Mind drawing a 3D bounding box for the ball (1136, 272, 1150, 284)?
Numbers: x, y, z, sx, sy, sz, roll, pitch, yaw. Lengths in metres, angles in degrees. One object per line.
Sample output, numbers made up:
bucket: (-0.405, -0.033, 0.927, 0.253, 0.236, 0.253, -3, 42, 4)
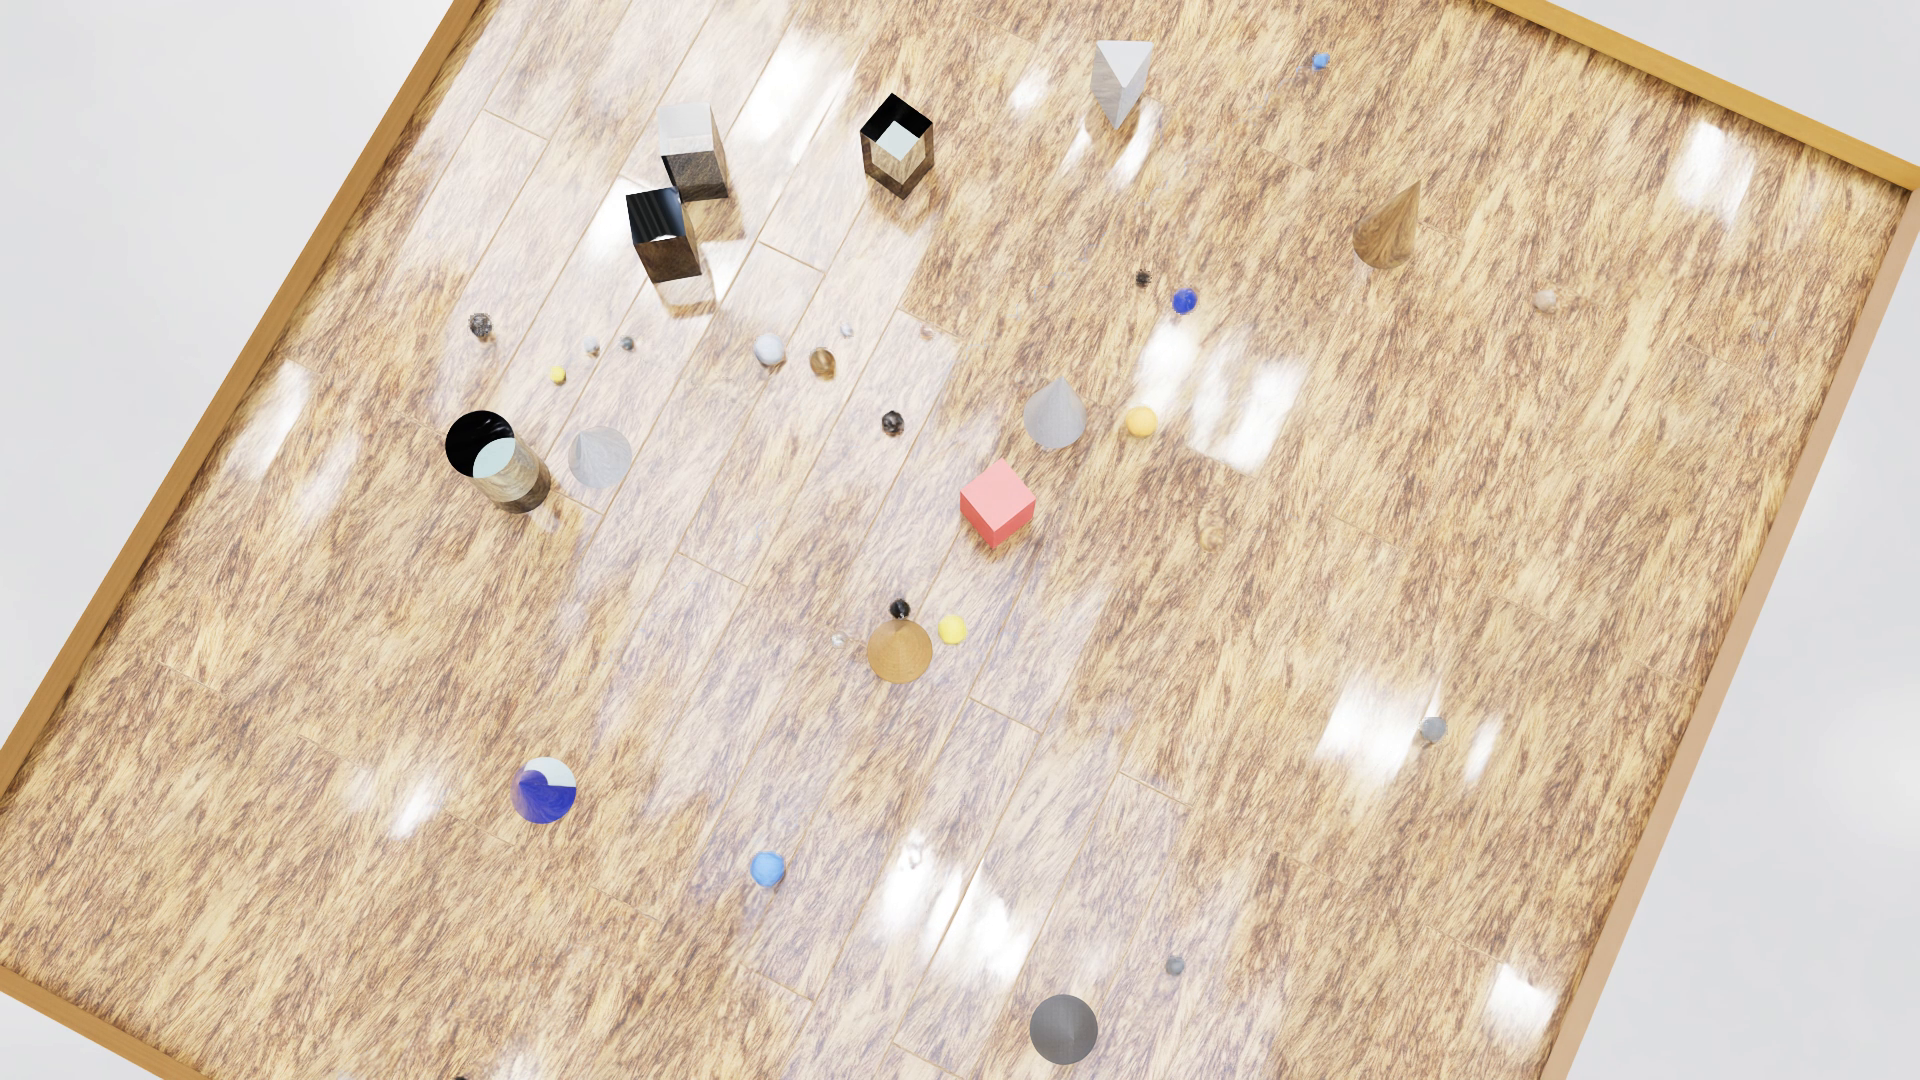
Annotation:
ball: (0.574, -0.824, 5.766, 0.042, 0.042, 0.042, 0, 78, 0)

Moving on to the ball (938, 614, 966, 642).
ball: (-0.024, 0.267, 5.518, 0.086, 0.086, 0.086, 0, 78, 0)

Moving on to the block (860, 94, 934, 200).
block: (-0.194, -1.222, 5.708, 0.159, 0.315, 0.159, 37, 81, 7)

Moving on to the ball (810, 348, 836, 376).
ball: (-0.427, -0.553, 5.690, 0.081, 0.081, 0.081, 0, 78, 0)

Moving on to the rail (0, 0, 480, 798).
rail: (-1.971, -0.958, 5.748, 0.045, 0.129, 4.804, 26, 80, 5)

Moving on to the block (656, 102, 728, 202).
block: (-0.825, -1.197, 5.676, 0.159, 0.369, 0.159, -6, 78, -1)

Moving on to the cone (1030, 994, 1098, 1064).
cone: (0.301, 1.373, 5.089, 0.199, 0.476, 0.199, 0, 78, 0)

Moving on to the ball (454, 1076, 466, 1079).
ball: (-1.438, 1.570, 5.263, 0.056, 0.056, 0.056, 0, 78, 0)

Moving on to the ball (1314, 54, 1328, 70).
ball: (1.164, -1.543, 5.912, 0.047, 0.047, 0.047, 0, 78, 0)

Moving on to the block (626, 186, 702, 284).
block: (-0.908, -0.934, 5.633, 0.159, 0.346, 0.159, -11, 79, -2)

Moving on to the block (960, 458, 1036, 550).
block: (0.112, -0.107, 5.504, 0.159, 0.265, 0.159, -38, 81, -7)

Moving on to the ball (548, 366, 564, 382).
ball: (-1.255, -0.515, 5.699, 0.047, 0.047, 0.047, 0, 78, 0)

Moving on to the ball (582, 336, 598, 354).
ball: (-1.155, -0.608, 5.717, 0.051, 0.051, 0.051, 0, 78, 0)

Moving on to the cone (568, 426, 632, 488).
cone: (-1.114, -0.288, 5.519, 0.199, 0.307, 0.199, 0, 78, 0)

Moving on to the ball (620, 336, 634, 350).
ball: (-1.038, -0.614, 5.721, 0.044, 0.044, 0.044, 0, 78, 0)

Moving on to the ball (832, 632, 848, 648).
ball: (-0.362, 0.300, 5.530, 0.047, 0.047, 0.047, 0, 78, 0)

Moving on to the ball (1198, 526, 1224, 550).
ball: (0.764, -0.006, 5.579, 0.076, 0.076, 0.076, 0, 78, 0)

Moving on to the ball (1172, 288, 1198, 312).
ball: (0.704, -0.752, 5.733, 0.076, 0.076, 0.076, 0, 78, 0)

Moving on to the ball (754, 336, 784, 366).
ball: (-0.592, -0.590, 5.691, 0.093, 0.093, 0.093, 0, 78, 0)

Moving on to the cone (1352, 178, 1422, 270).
cone: (1.344, -1.003, 5.571, 0.199, 0.496, 0.199, 0, 78, 0)

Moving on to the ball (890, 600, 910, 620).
ball: (-0.182, 0.210, 5.542, 0.061, 0.061, 0.061, 0, 78, 0)

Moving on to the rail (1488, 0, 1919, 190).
rail: (1.064, -2.076, 5.979, 4.455, 0.129, 0.045, 26, 80, 5)

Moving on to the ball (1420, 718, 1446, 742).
ball: (1.410, 0.566, 5.463, 0.071, 0.071, 0.071, 0, 78, 0)

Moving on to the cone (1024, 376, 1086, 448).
cone: (0.295, -0.428, 5.476, 0.199, 0.448, 0.199, 0, 78, 0)

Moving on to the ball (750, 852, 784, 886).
ball: (-0.564, 0.964, 5.366, 0.099, 0.099, 0.099, 0, 78, 0)

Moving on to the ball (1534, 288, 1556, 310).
ball: (1.832, -0.753, 5.738, 0.068, 0.068, 0.068, 0, 78, 0)

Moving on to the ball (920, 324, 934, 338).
ball: (-0.103, -0.652, 5.728, 0.046, 0.046, 0.046, 0, 78, 0)

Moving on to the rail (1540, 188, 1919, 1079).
rail: (1.971, 0.972, 5.348, 0.045, 0.129, 4.804, 26, 80, 5)

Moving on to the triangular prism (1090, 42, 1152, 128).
triangular prism: (0.484, -1.459, 5.762, 0.149, 0.306, 0.172, 31, 80, 6)

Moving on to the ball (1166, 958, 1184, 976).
ball: (0.624, 1.242, 5.332, 0.054, 0.054, 0.054, 0, 78, 0)

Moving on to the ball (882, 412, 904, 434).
ball: (-0.209, -0.364, 5.658, 0.067, 0.067, 0.067, 0, 78, 0)

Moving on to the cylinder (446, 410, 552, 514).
cylinder: (-1.361, -0.225, 5.425, 0.199, 0.466, 0.199, 0, 78, 0)

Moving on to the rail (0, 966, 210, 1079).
rail: (-1.064, 2.090, 5.117, 4.455, 0.129, 0.045, 26, 80, 5)

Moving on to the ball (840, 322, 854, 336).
ball: (-0.354, -0.659, 5.732, 0.041, 0.041, 0.041, 0, 78, 0)

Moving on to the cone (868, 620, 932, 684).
cone: (-0.182, 0.298, 5.362, 0.199, 0.377, 0.199, 0, 78, 0)

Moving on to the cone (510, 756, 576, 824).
cone: (-1.242, 0.715, 5.310, 0.199, 0.311, 0.199, 0, 78, 0)

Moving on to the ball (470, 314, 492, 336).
ball: (-1.495, -0.670, 5.720, 0.069, 0.069, 0.069, 0, 78, 0)

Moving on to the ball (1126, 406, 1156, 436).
ball: (0.557, -0.366, 5.644, 0.094, 0.094, 0.094, 0, 78, 0)
